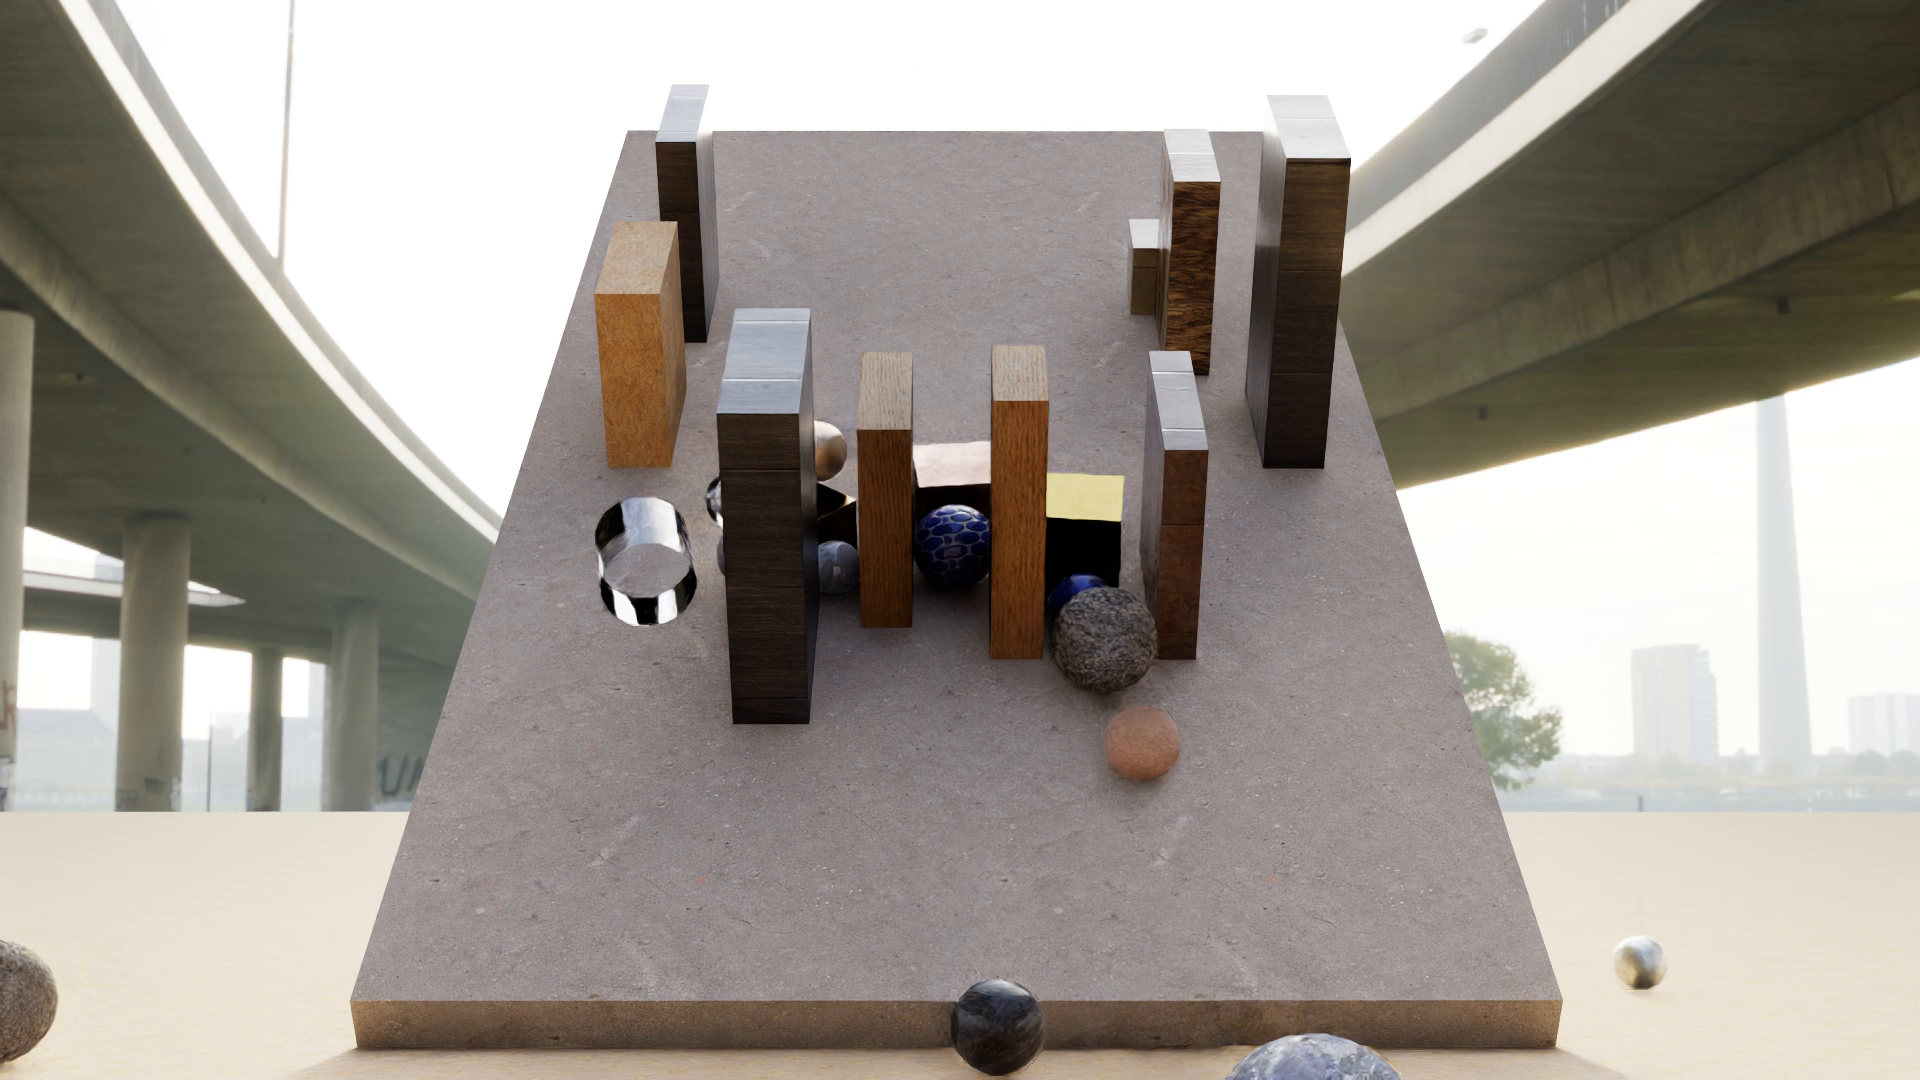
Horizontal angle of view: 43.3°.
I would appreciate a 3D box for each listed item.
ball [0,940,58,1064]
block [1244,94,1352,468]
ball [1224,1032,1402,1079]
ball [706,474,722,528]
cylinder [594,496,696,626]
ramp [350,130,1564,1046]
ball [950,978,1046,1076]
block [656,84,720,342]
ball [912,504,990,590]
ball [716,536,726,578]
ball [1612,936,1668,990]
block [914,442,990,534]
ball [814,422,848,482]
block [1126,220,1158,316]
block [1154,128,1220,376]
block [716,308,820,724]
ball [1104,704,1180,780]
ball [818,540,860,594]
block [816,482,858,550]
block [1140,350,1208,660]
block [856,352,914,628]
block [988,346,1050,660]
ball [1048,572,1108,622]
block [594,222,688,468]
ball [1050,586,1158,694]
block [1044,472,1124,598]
[{"bbox_3d":[-1.505,0.719,3.766,0.191,0.191,0.191,0,-6,0],"label":"ball"},{"bbox_3d":[0.768,-0.591,5.551,0.140,0.759,0.394,0,30,0],"label":"block"},{"bbox_3d":[0.320,0.543,2.179,0.195,0.195,0.195,0,-6,0],"label":"ball"},{"bbox_3d":[-0.461,-0.083,5.006,0.131,0.131,0.131,0,-6,0],"label":"ball"},{"bbox_3d":[-0.653,0.043,5.016,0.196,0.196,0.196,1,29,-13],"label":"cylinder"},{"bbox_3d":[-0.013,-0.207,5.740,2.000,0.100,4.000,0,30,0],"label":"ramp"},{"bbox_3d":[0.056,0.729,3.625,0.142,0.142,0.142,0,-6,0],"label":"ball"},{"bbox_3d":[-0.692,-0.836,6.179,0.099,0.539,0.408,0,30,0],"label":"block"},{"bbox_3d":[-0.010,0.014,5.086,0.179,0.179,0.179,0,-6,0],"label":"ball"},{"bbox_3d":[-0.438,0.029,5.086,0.149,0.149,0.149,0,-6,0],"label":"ball"},{"bbox_3d":[1.480,0.922,5.272,0.117,0.117,0.117,0,-6,0],"label":"ball"},{"bbox_3d":[-0.004,-0.084,5.247,0.185,0.185,0.185,-3,30,-6],"label":"block"},{"bbox_3d":[-0.307,-0.189,5.191,0.131,0.131,0.131,0,-6,0],"label":"ball"},{"bbox_3d":[0.538,-0.714,6.324,0.189,0.189,0.189,0,30,0],"label":"block"},{"bbox_3d":[0.561,-0.717,6.010,0.110,0.512,0.351,0,30,0],"label":"block"},{"bbox_3d":[-0.365,-0.048,4.697,0.147,0.675,0.446,0,30,0],"label":"block"},{"bbox_3d":[0.340,0.377,4.503,0.142,0.142,0.142,0,-6,0],"label":"ball"},{"bbox_3d":[-0.262,0.057,5.073,0.115,0.115,0.115,0,-6,0],"label":"ball"},{"bbox_3d":[-0.324,-0.020,5.174,0.146,0.146,0.146,25,38,35],"label":"block"},{"bbox_3d":[0.433,-0.075,4.943,0.084,0.479,0.433,0,30,0],"label":"block"},{"bbox_3d":[-0.151,-0.106,5.012,0.105,0.460,0.348,0,30,0],"label":"block"},{"bbox_3d":[0.114,-0.072,4.833,0.105,0.584,0.240,0,30,0],"label":"block"},{"bbox_3d":[0.247,0.133,4.929,0.134,0.134,0.134,0,-6,0],"label":"ball"},{"bbox_3d":[-0.738,-0.458,5.634,0.144,0.437,0.409,0,30,0],"label":"block"},{"bbox_3d":[0.283,0.195,4.747,0.209,0.209,0.209,0,-6,0],"label":"ball"},{"bbox_3d":[0.244,-0.009,5.113,0.192,0.192,0.192,3,30,4],"label":"block"}]
